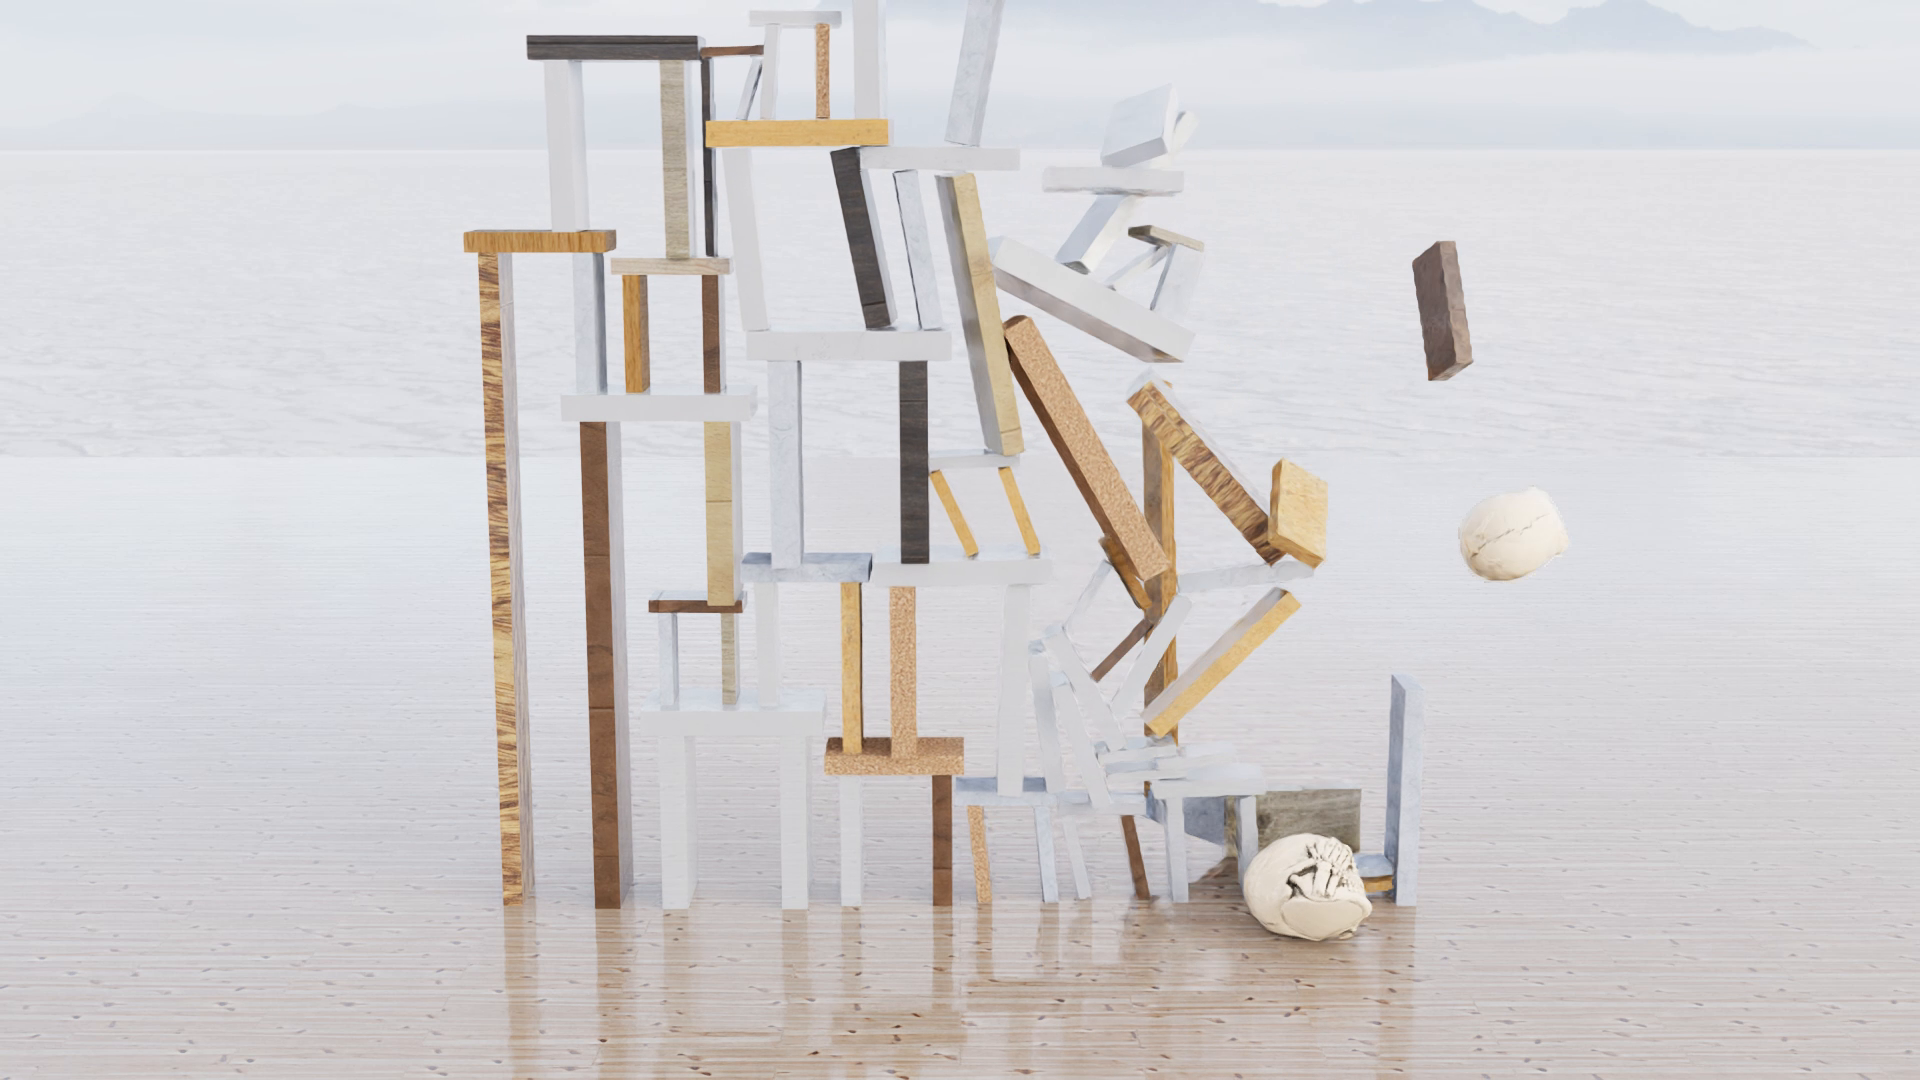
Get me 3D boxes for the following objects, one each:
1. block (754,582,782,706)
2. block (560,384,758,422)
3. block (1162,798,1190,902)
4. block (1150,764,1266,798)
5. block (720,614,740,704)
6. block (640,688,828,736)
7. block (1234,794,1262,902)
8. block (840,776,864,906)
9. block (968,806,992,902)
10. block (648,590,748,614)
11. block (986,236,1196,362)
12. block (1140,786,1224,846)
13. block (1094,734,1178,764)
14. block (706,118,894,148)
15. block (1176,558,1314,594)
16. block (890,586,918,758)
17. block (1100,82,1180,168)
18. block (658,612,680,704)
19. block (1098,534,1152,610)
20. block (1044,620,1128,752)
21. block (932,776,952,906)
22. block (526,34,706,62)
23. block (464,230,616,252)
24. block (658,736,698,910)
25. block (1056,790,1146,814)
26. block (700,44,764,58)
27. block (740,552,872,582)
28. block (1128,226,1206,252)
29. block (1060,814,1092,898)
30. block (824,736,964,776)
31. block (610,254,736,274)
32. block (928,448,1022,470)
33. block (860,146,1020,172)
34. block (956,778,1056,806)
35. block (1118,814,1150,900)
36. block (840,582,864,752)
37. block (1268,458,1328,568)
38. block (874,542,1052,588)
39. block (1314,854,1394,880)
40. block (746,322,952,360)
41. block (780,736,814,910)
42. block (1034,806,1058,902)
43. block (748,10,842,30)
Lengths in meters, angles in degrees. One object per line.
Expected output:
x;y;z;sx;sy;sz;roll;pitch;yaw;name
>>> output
-0.313;0.159;3.593;0.029;0.206;0.103;-1;11;0;block
-0.478;-0.220;3.519;0.295;0.042;0.148;0;11;0;block
0.357;0.501;3.651;0.026;0.180;0.090;-5;11;1;block
0.408;0.397;3.630;0.180;0.025;0.090;-2;11;1;block
-0.375;0.186;3.599;0.022;0.152;0.076;0;11;0;block
-0.368;0.282;3.611;0.293;0.041;0.146;0;11;0;block
0.477;0.501;3.652;0.025;0.180;0.090;-5;11;1;block
-0.179;0.479;3.645;0.032;0.226;0.113;0;11;0;block
0.033;0.508;3.653;0.023;0.165;0.082;-6;11;1;block
-0.426;0.100;3.584;0.152;0.022;0.076;0;10;1;block
0.190;-0.387;3.560;0.355;0.050;0.178;25;-3;-16;block
0.425;0.459;3.818;0.230;0.115;0.033;23;-6;-33;block
0.289;0.344;3.627;0.130;0.018;0.065;-6;11;0;block
-0.246;-0.634;3.426;0.280;0.040;0.140;0;10;2;block
0.467;0.056;3.622;0.219;0.031;0.109;-7;1;4;block
-0.092;0.200;3.581;0.040;0.282;0.141;0;11;0;block
0.288;-0.660;3.519;0.105;0.030;0.211;-16;30;21;block
-0.477;0.186;3.599;0.022;0.152;0.076;0;11;0;block
0.270;0.053;3.596;0.018;0.130;0.065;-31;7;-2;block
0.205;0.238;3.597;0.030;0.214;0.107;-30;7;4;block
-0.029;0.479;3.646;0.032;0.226;0.113;0;11;0;block
-0.532;-0.764;3.423;0.261;0.037;0.130;0;11;0;block
-0.661;-0.472;3.468;0.220;0.031;0.110;0;11;0;block
-0.465;0.446;3.641;0.041;0.293;0.146;0;11;0;block
0.233;0.435;3.644;0.145;0.021;0.072;0;10;0;block
-0.352;-0.758;3.416;0.097;0.014;0.049;-3;8;0;block
-0.248;0.044;3.569;0.206;0.029;0.103;0;11;1;block
0.335;-0.488;3.574;0.116;0.016;0.058;12;-3;-35;block
0.192;0.516;3.661;0.021;0.145;0.072;-13;9;2;block
-0.106;0.354;3.612;0.226;0.032;0.113;0;11;0;block
-0.453;-0.436;3.479;0.185;0.026;0.093;0;11;0;block
0.023;-0.131;3.527;0.146;0.021;0.073;-3;11;-1;block
-0.028;-0.596;3.431;0.245;0.035;0.122;1;10;2;block
0.075;0.415;3.634;0.165;0.023;0.082;0;11;0;block
0.289;0.517;3.661;0.021;0.145;0.072;-12;10;0;block
-0.176;0.197;3.595;0.029;0.282;0.103;0;11;0;block
0.543;-0.044;3.526;0.092;0.026;0.185;28;42;-14;block
0.004;0.040;3.556;0.282;0.040;0.141;-1;11;-1;block
0.654;0.543;3.653;0.117;0.017;0.059;-3;12;-9;block
-0.172;-0.315;3.491;0.320;0.045;0.160;0;11;0;block
-0.270;0.446;3.641;0.041;0.293;0.146;0;11;0;block
0.143;0.508;3.652;0.023;0.165;0.082;-6;11;1;block
-0.257;-0.809;3.418;0.142;0.020;0.071;-1;8;-7;block
